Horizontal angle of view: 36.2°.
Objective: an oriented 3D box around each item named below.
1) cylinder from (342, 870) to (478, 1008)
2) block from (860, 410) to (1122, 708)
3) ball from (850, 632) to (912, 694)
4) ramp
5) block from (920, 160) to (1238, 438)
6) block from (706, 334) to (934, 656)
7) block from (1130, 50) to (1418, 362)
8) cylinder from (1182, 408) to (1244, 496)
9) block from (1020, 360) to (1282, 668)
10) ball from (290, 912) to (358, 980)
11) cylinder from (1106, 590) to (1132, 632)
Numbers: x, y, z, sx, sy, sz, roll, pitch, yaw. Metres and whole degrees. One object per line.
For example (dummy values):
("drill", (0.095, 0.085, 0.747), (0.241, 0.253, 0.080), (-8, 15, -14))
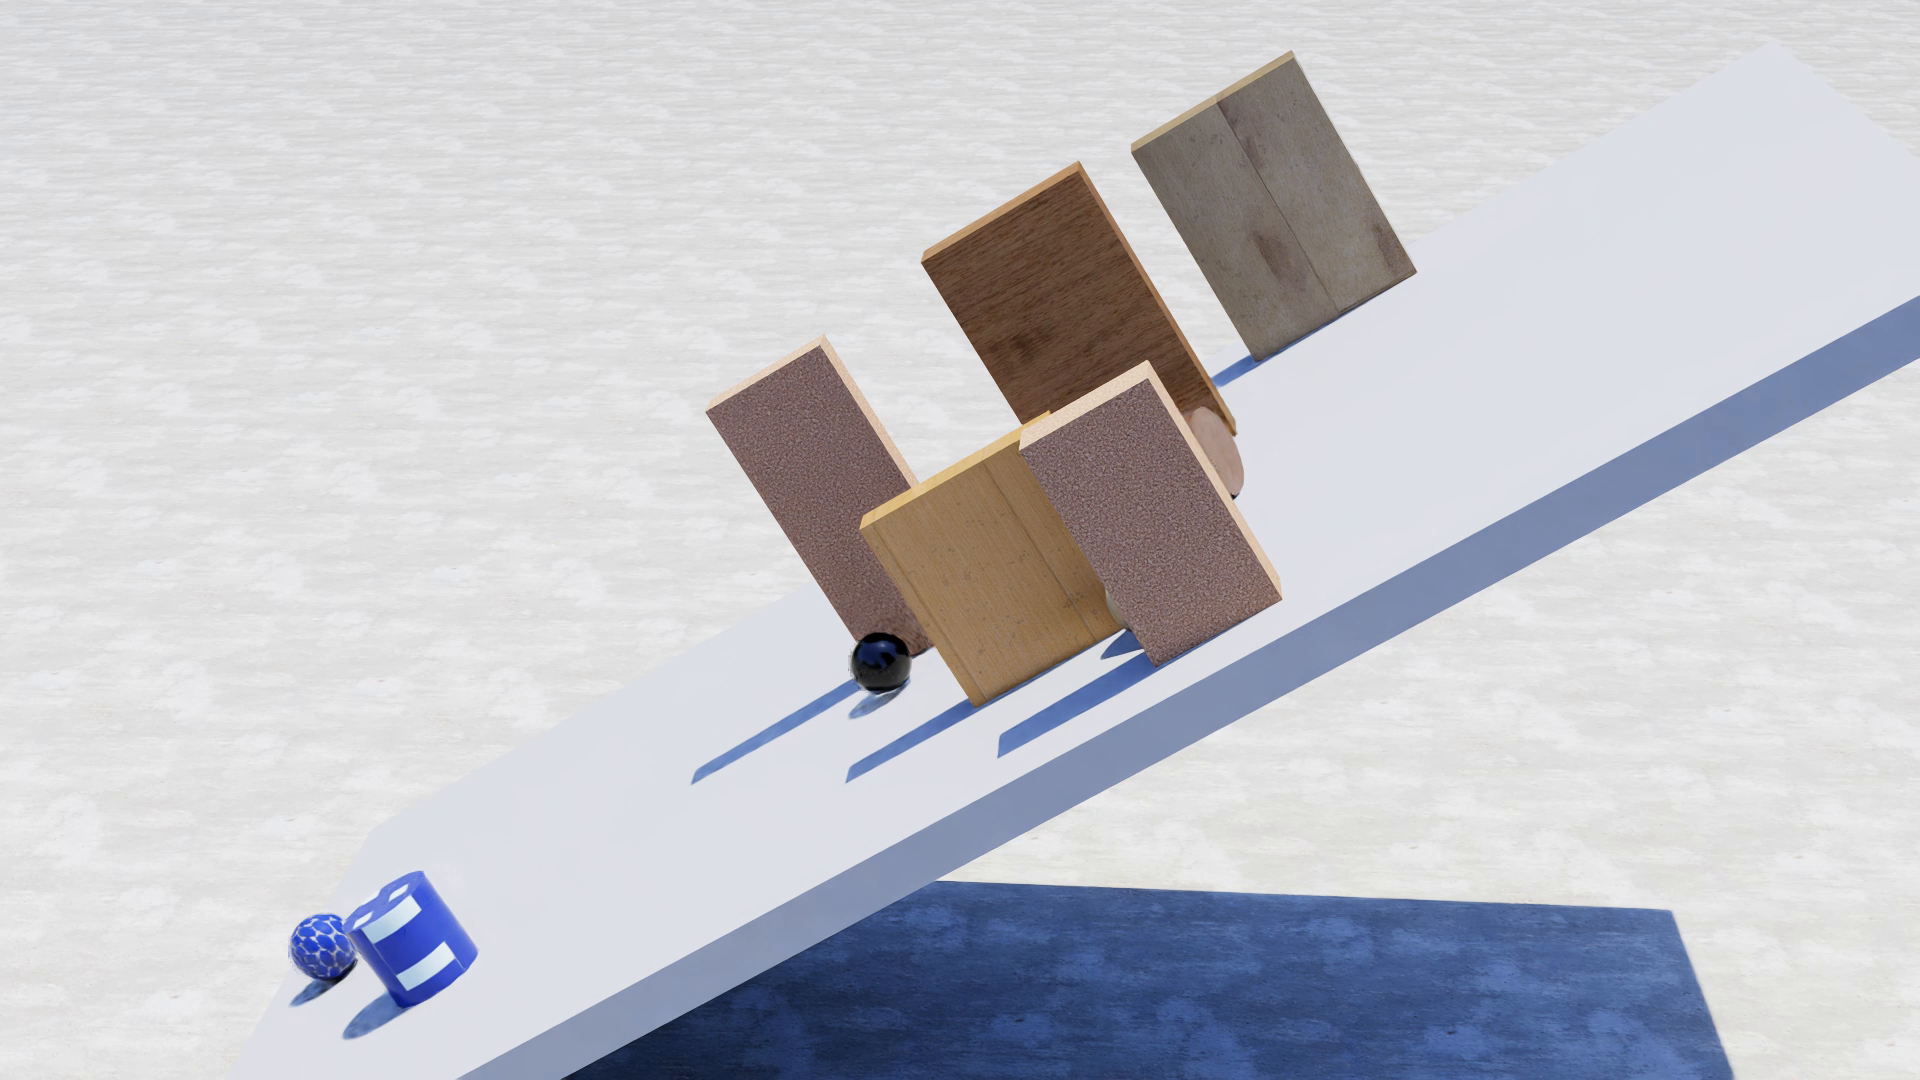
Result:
("cylinder", (-1.156, 0.840, 6.192), (0.204, 0.204, 0.204), (-30, 15, 9))
("block", (0.101, 0.041, 5.731), (0.424, 0.432, 0.087), (-29, 15, 13))
("ball", (-0.166, 0.258, 6.177), (0.130, 0.130, 0.130), (0, 19, 0))
("ramp", (0.141, 0.169, 6.288), (4.000, 0.100, 2.000), (-29, 15, 13))
("block", (0.263, -0.431, 6.425), (0.394, 0.681, 0.108), (-29, 15, 13))
("block", (-0.231, -0.070, 6.265), (0.287, 0.689, 0.088), (-29, 15, 13))
("block", (0.722, -0.763, 6.761), (0.424, 0.576, 0.102), (-29, 15, 13))
("cylinder", (0.453, -0.148, 6.086), (0.195, 0.195, 0.195), (-24, 7, 29))
("block", (0.351, -0.046, 5.386), (0.268, 0.487, 0.119), (-29, 15, 13))
("ball", (-1.434, 0.915, 6.629), (0.151, 0.151, 0.151), (0, 19, 0))
("cylinder", (0.368, 0.099, 5.593), (0.129, 0.129, 0.129), (-18, 2, 44))
